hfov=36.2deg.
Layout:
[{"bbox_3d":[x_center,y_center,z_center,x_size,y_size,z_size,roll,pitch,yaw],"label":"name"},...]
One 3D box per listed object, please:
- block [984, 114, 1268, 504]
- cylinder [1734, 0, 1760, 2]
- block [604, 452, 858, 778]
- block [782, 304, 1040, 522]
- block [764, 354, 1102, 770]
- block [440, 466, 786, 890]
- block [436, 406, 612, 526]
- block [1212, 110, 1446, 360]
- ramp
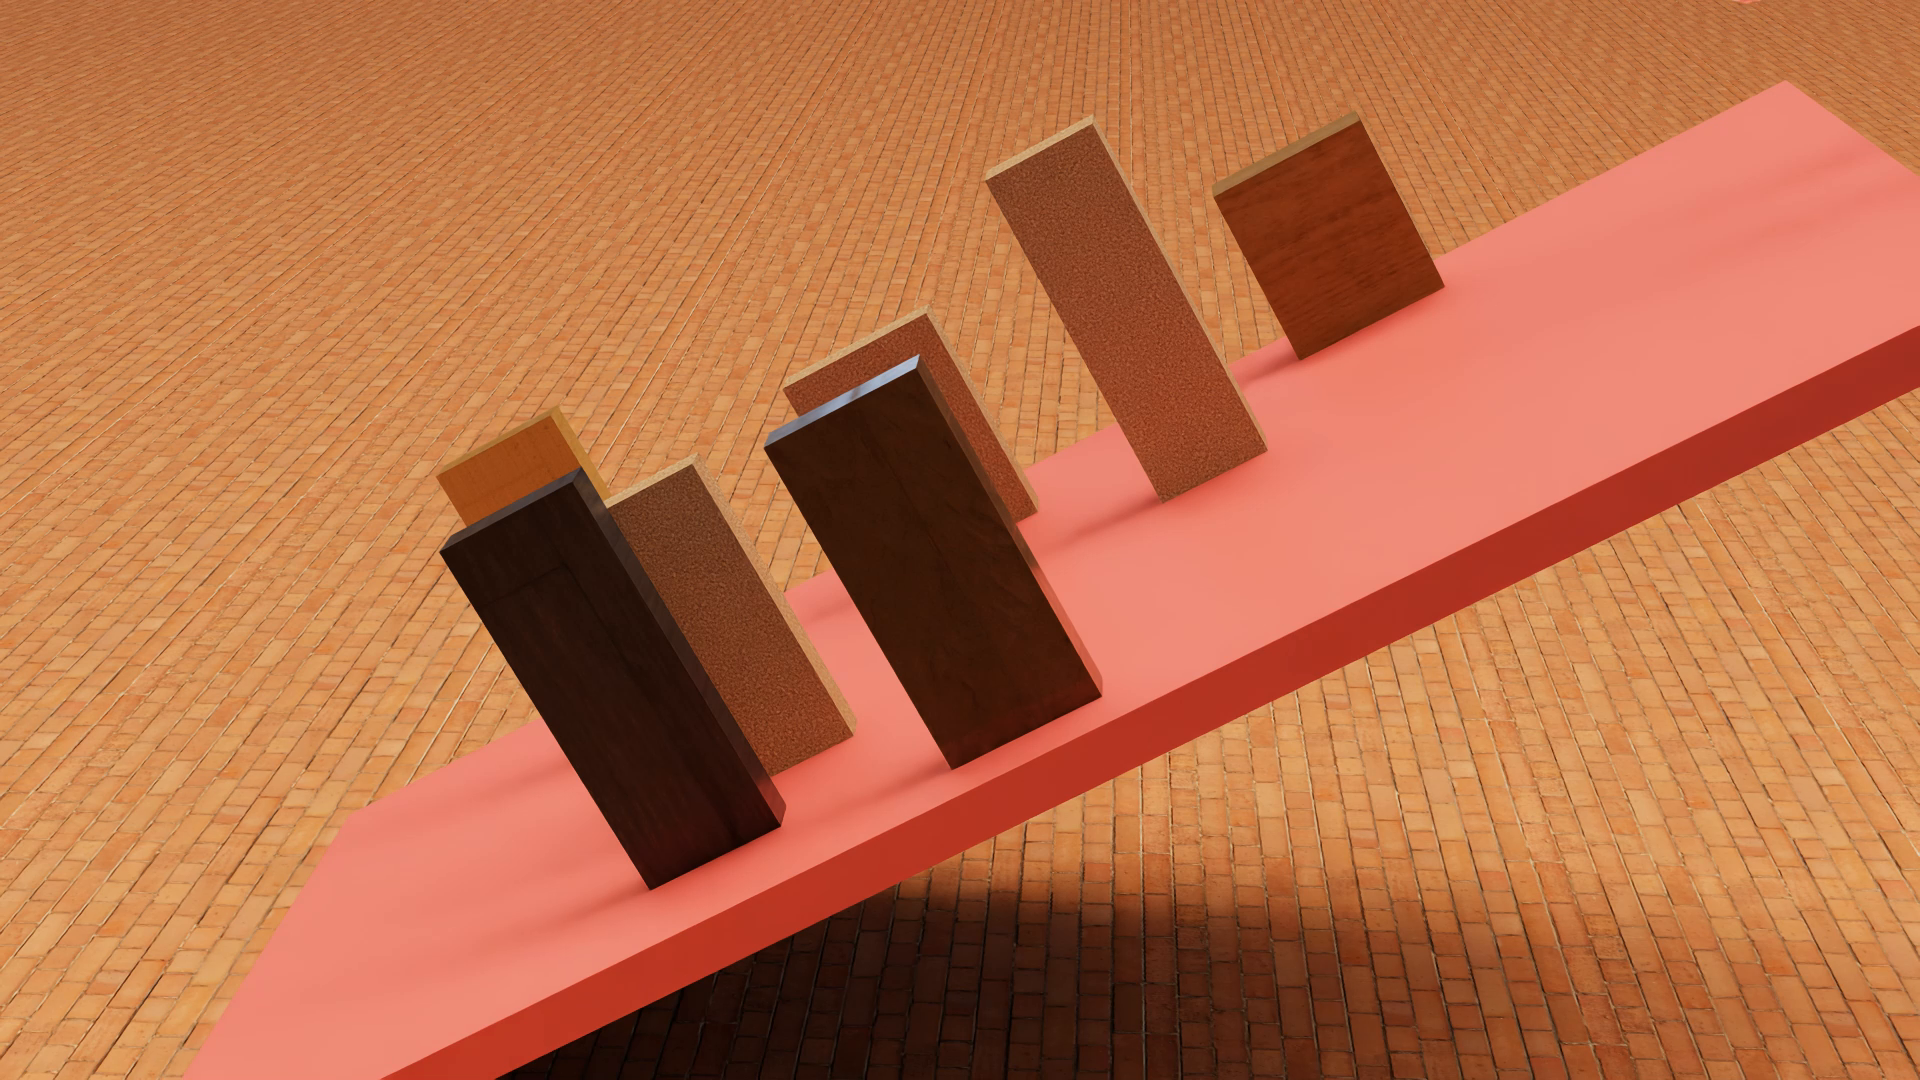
[{"bbox_3d":[0.359,-0.489,6.275,0.255,0.799,0.116,-27,14,11],"label":"block"},{"bbox_3d":[1.621,-1.196,6.047,0.127,0.127,0.127,6,62,17],"label":"cylinder"},{"bbox_3d":[-0.543,0.198,5.983,0.395,0.653,0.090,-27,14,11],"label":"block"},{"bbox_3d":[-0.111,-0.221,6.821,0.379,0.535,0.099,-27,14,11],"label":"block"},{"bbox_3d":[-0.044,0.046,5.410,0.316,0.707,0.102,-27,14,11],"label":"block"},{"bbox_3d":[-0.664,0.273,5.682,0.297,0.789,0.103,-27,14,11],"label":"block"},{"bbox_3d":[-0.873,0.092,6.792,0.308,0.756,0.088,-27,14,11],"label":"block"},{"bbox_3d":[0.849,-0.703,6.792,0.372,0.436,0.142,-27,14,11],"label":"block"},{"bbox_3d":[0.141,0.167,6.282,4.000,0.100,2.000,-27,14,11],"label":"ramp"}]
